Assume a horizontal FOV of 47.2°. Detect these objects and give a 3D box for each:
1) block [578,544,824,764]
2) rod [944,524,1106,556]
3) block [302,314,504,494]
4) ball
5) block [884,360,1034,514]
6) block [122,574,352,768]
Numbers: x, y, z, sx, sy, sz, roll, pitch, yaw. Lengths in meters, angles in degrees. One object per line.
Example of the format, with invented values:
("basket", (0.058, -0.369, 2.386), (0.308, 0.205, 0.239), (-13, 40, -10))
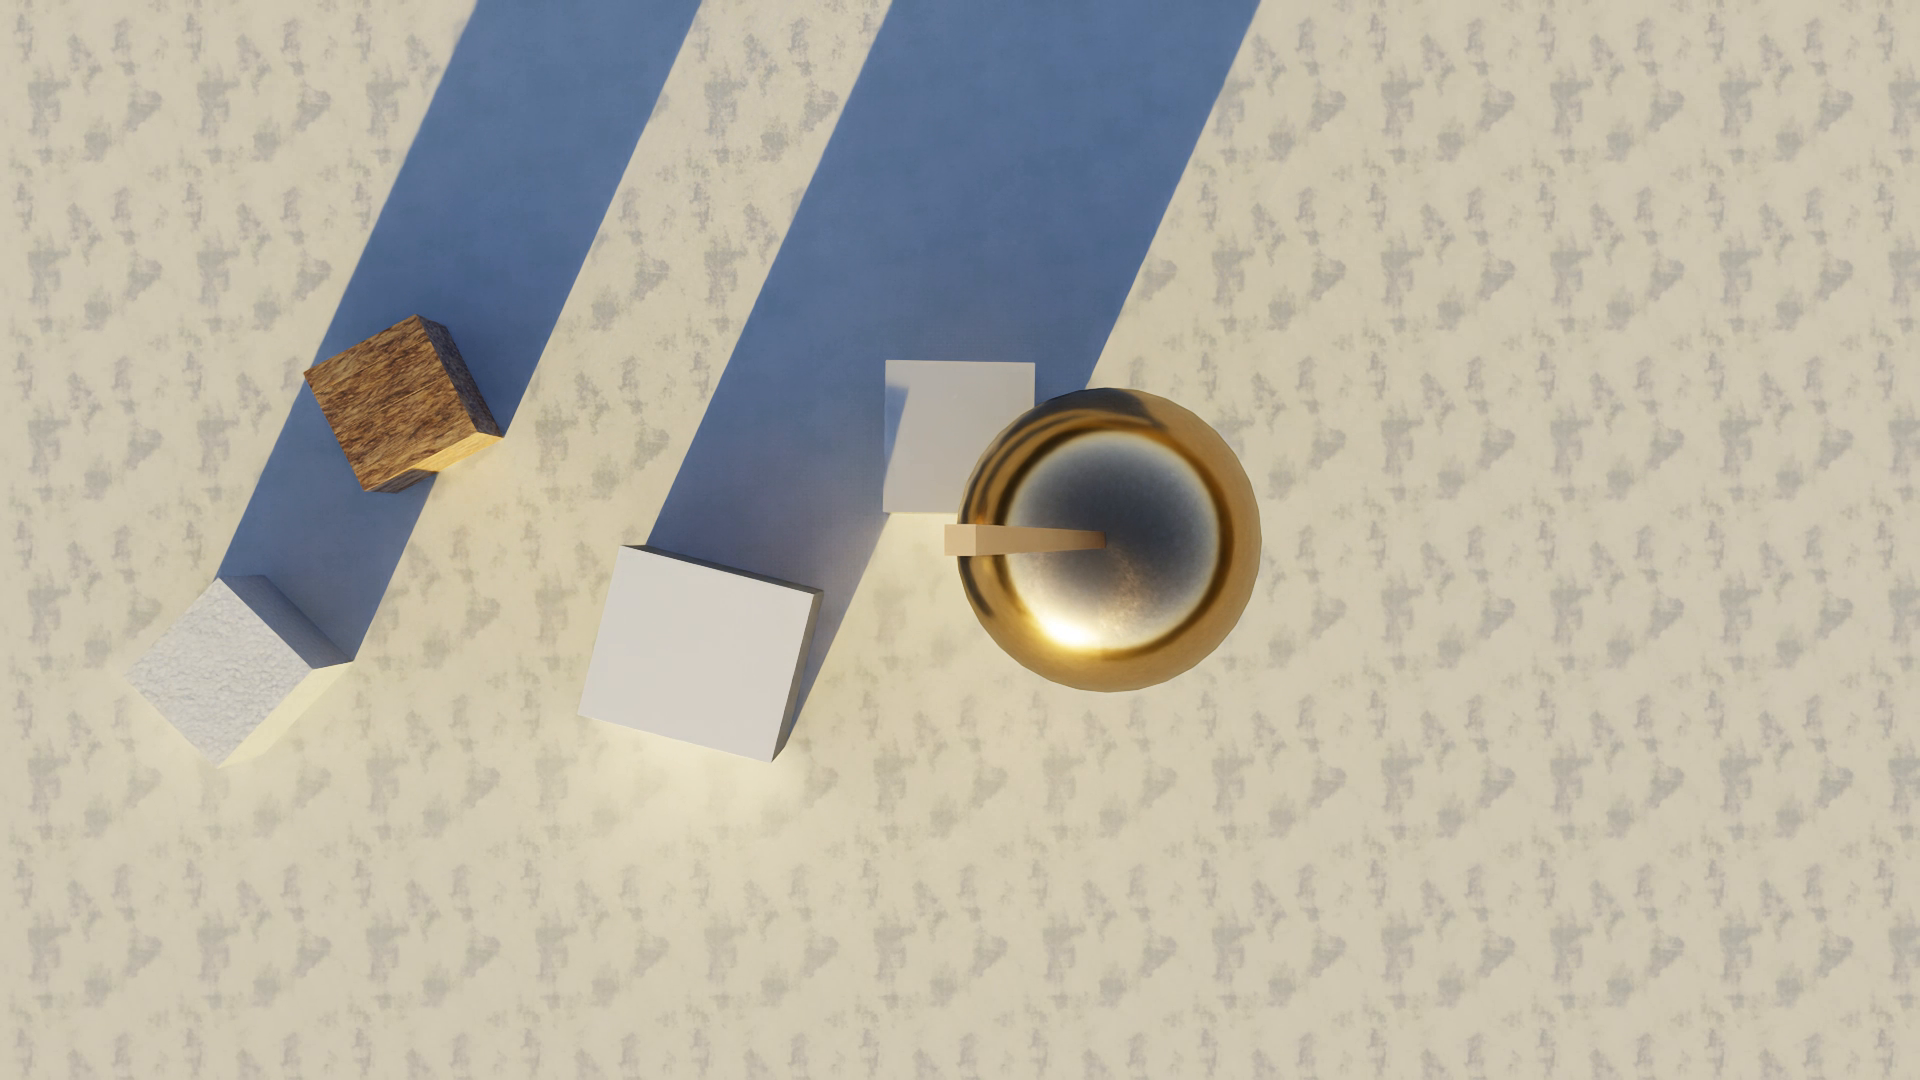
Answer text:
("block", (-1.449, 0.627, 12.522), (1.095, 0.955, 0.957), (14, 90, 0))
("rod", (0.335, 0.000, 8.134), (0.080, 5.200, 0.080), (0, 90, 7))
("block", (-3.184, -0.769, 12.642), (0.713, 0.716, 0.745), (-27, 90, 0))
("ball", (0.773, 0.000, 11.506), (1.600, 1.600, 1.600), (0, 90, 0))
("block", (-0.006, -0.570, 12.600), (0.827, 0.800, 0.842), (1, 90, 0))
("block", (-4.117, 0.737, 12.597), (0.736, 0.806, 0.768), (44, 90, 0))
